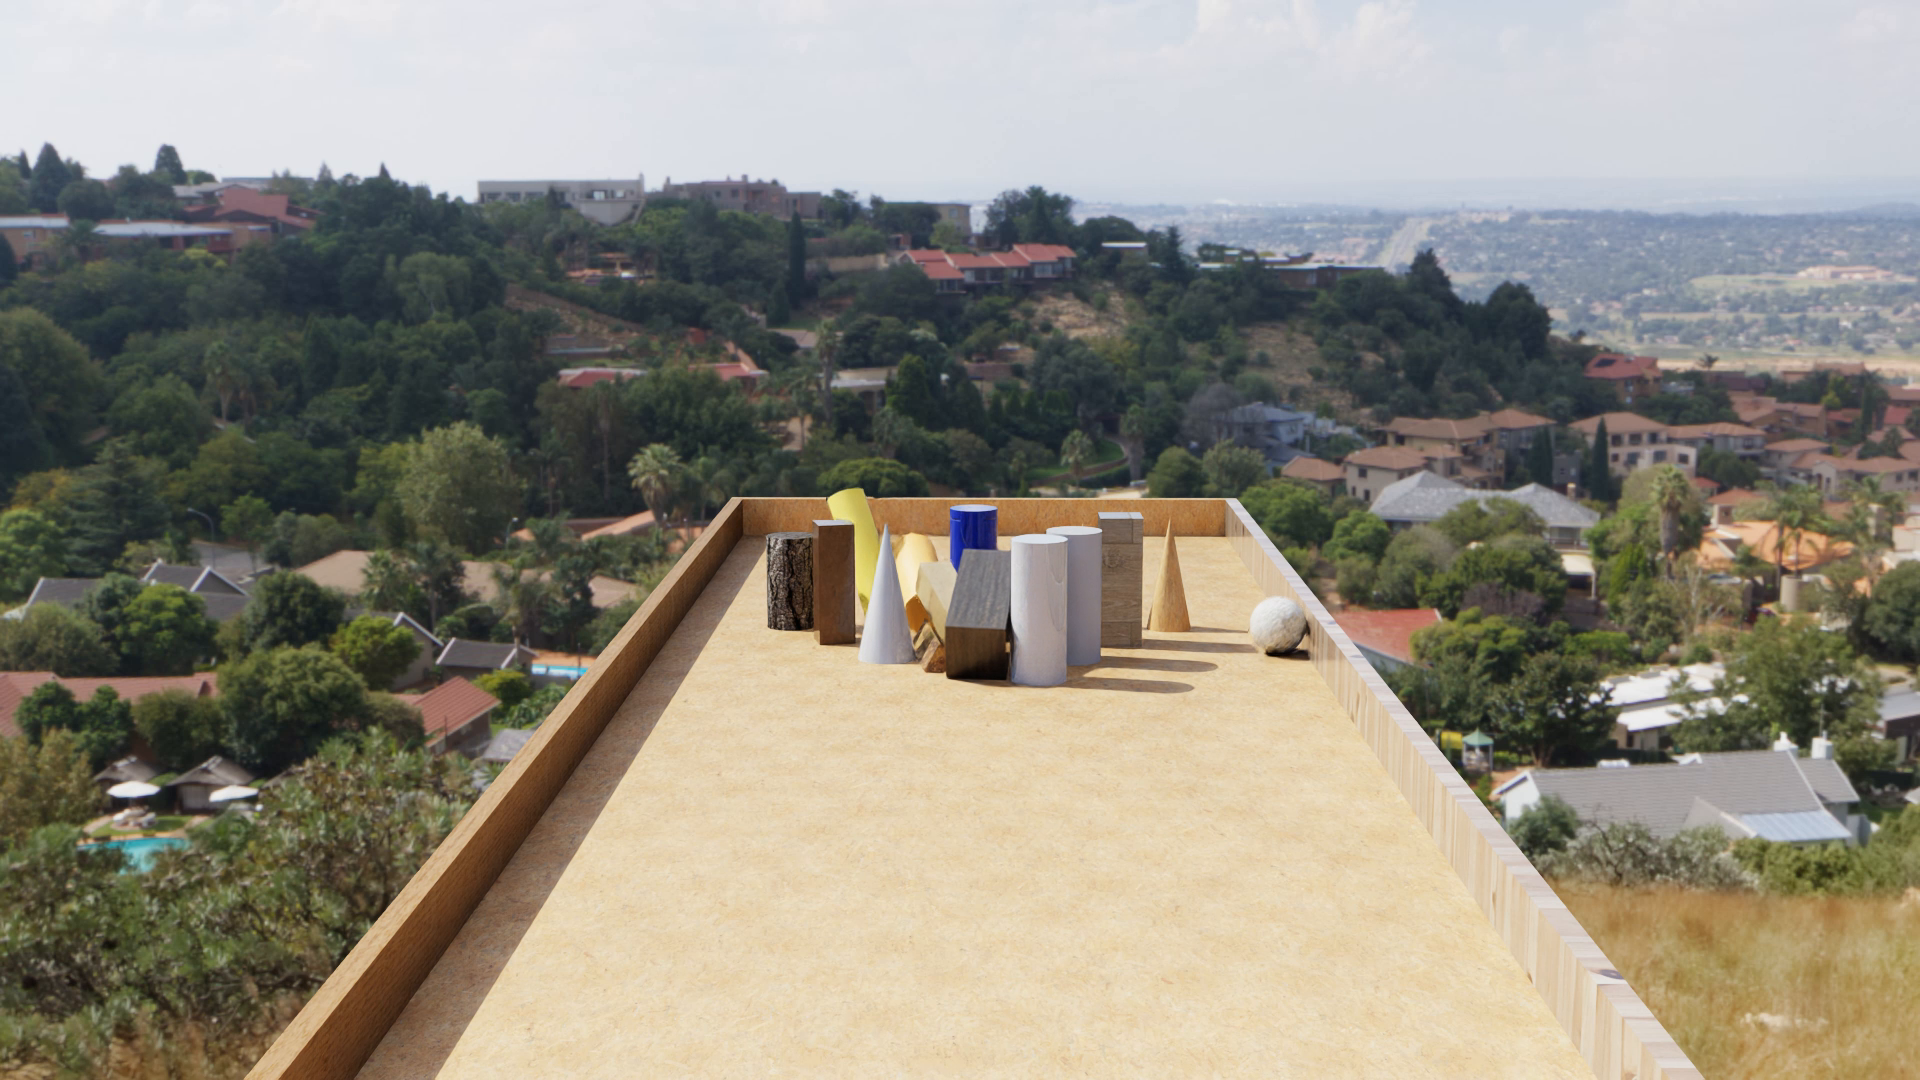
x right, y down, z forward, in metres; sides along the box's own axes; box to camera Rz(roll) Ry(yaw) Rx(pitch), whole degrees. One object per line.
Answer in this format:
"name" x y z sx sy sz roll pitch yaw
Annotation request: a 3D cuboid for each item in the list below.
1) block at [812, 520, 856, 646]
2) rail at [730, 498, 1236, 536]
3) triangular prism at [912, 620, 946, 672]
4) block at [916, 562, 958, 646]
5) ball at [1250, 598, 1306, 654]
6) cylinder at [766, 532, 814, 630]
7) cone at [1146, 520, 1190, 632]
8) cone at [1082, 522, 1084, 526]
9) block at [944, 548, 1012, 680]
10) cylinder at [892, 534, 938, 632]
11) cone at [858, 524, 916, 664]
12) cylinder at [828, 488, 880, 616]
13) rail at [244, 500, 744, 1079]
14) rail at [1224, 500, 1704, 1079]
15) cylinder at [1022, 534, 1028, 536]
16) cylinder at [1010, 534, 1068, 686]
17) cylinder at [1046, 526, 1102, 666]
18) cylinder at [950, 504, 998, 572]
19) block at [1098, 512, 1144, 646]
"block" -0.398 0.133 6.957 0.115 0.381 0.115 -2 9 -13
"rail" 0.099 -0.098 9.147 2.100 0.150 0.050 0 9 1
"triangular prism" -0.083 0.320 6.712 0.096 0.083 0.388 -1 9 -7
"block" -0.028 0.216 6.851 0.104 0.104 0.377 -3 34 -20
"ball" 0.981 0.264 6.785 0.174 0.174 0.174 0 9 0
"cylinder" -0.554 0.134 7.200 0.157 0.302 0.157 0 9 0
"cone" 0.682 0.105 7.162 0.145 0.370 0.145 0 9 0
"cone" 0.402 0.109 7.208 0.151 0.348 0.151 0 9 0
"block" 0.072 0.218 6.578 0.176 0.176 0.442 3 31 7
"cylinder" -0.133 0.141 7.218 0.163 0.163 0.370 -2 30 -10
"cone" -0.224 0.151 6.694 0.180 0.427 0.180 0 9 0
"cylinder" -0.314 0.052 7.280 0.125 0.437 0.125 -17 -16 -5
"rail" -1.004 0.839 3.234 0.050 0.150 12.000 0 9 1
"rail" 1.046 0.843 3.208 0.050 0.150 12.000 0 9 1
"cylinder" 0.243 0.155 6.963 0.118 0.335 0.118 0 9 0
"cylinder" 0.230 0.203 6.396 0.164 0.417 0.164 0 9 0
"cylinder" 0.345 0.168 6.673 0.168 0.399 0.168 0 9 0
"cylinder" 0.045 0.090 7.184 0.155 0.393 0.155 0 9 0
"block" 0.503 0.124 6.929 0.133 0.407 0.133 0 9 0
